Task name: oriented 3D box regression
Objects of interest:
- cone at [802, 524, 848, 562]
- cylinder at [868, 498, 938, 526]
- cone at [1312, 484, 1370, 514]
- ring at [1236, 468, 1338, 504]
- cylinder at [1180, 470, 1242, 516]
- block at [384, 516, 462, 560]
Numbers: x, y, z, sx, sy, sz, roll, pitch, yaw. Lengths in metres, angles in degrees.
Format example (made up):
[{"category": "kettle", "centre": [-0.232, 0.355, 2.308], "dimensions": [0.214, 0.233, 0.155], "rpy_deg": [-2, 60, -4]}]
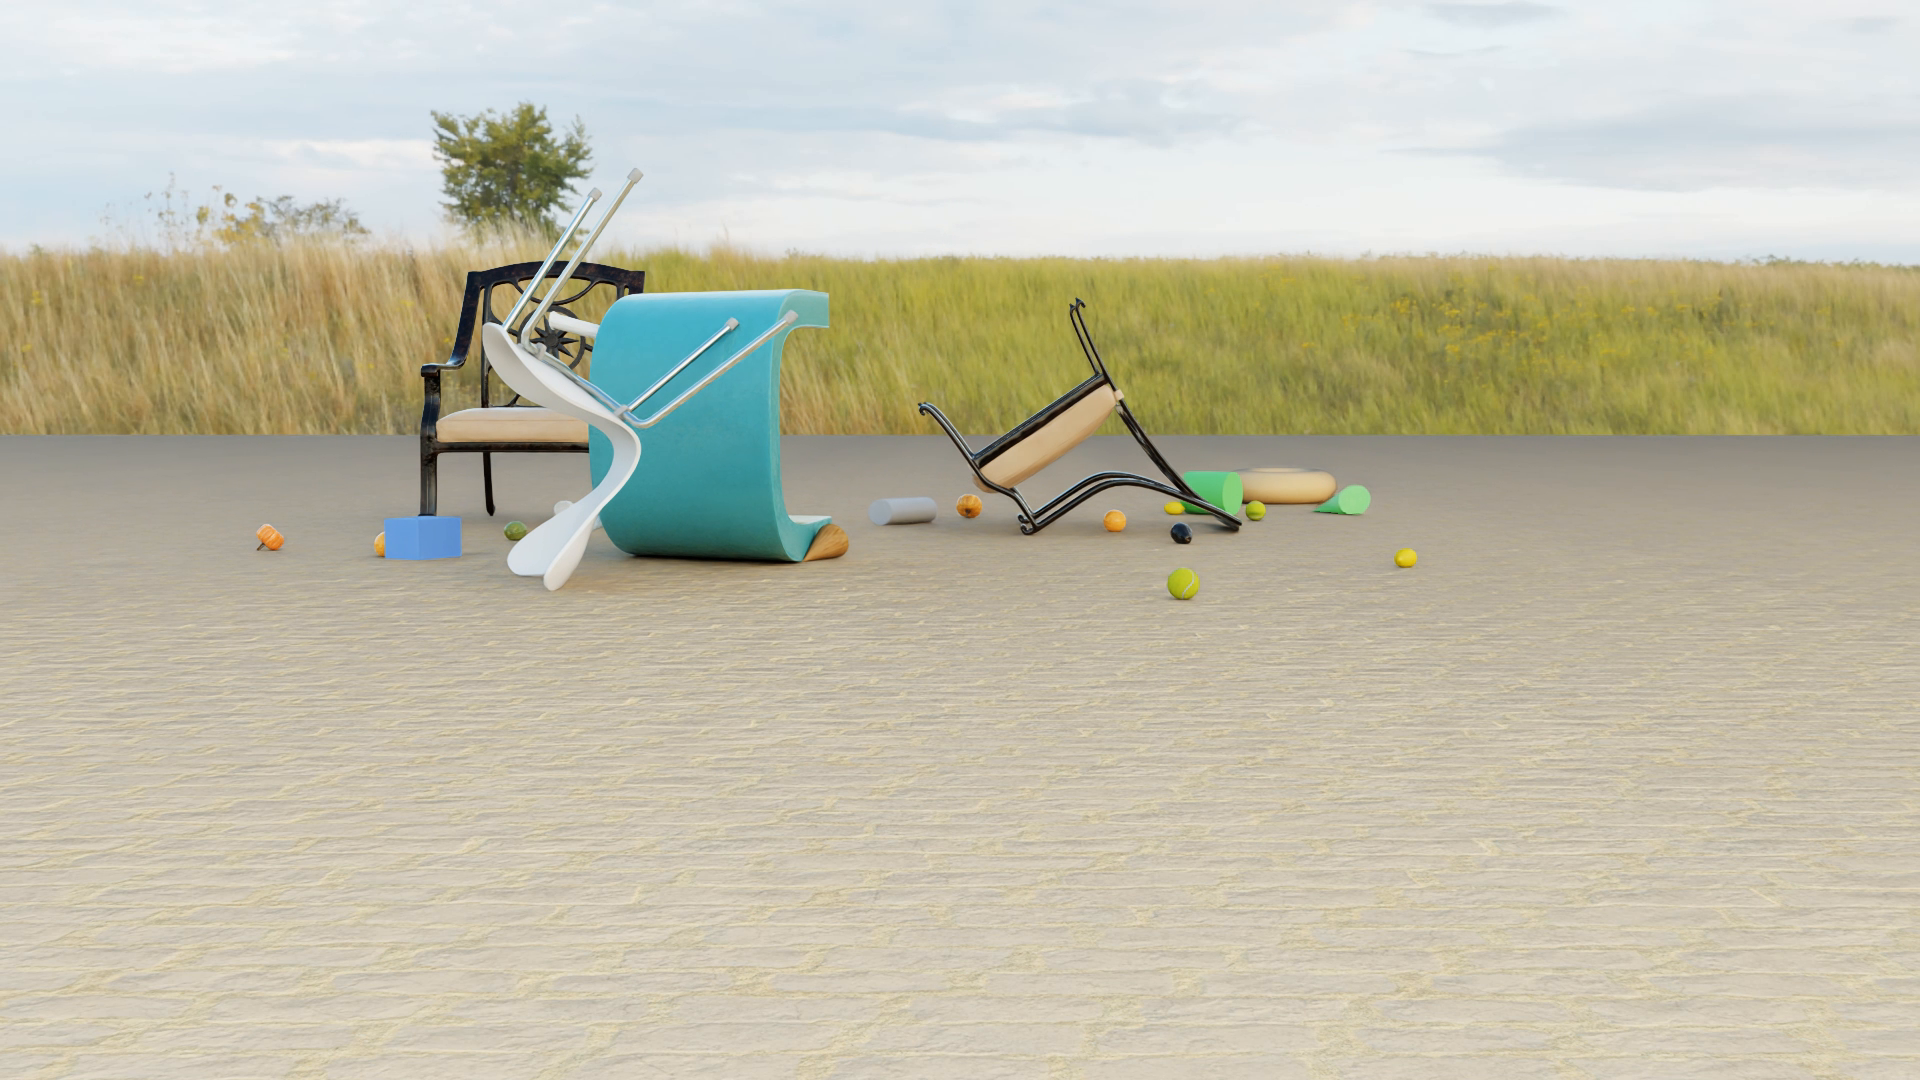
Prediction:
[{"category": "cone", "centre": [-0.375, 0.030, 5.782], "dimensions": [0.100, 0.095, 0.164], "rpy_deg": [-19, 10, 32]}, {"category": "cylinder", "centre": [-0.189, -0.097, 7.332], "dimensions": [0.109, 0.085, 0.219], "rpy_deg": [-2, 2, 43]}, {"category": "cone", "centre": [1.351, -0.124, 7.963], "dimensions": [0.151, 0.106, 0.241], "rpy_deg": [-20, 1, -31]}, {"category": "ring", "centre": [1.274, -0.216, 8.761], "dimensions": [0.443, 0.129, 0.514], "rpy_deg": [4, 6, 33]}, {"category": "cylinder", "centre": [0.899, -0.168, 7.868], "dimensions": [0.175, 0.155, 0.150], "rpy_deg": [3, -3, 36]}, {"category": "block", "centre": [-1.433, -0.006, 5.870], "dimensions": [0.123, 0.105, 0.157], "rpy_deg": [2, 5, 31]}]
